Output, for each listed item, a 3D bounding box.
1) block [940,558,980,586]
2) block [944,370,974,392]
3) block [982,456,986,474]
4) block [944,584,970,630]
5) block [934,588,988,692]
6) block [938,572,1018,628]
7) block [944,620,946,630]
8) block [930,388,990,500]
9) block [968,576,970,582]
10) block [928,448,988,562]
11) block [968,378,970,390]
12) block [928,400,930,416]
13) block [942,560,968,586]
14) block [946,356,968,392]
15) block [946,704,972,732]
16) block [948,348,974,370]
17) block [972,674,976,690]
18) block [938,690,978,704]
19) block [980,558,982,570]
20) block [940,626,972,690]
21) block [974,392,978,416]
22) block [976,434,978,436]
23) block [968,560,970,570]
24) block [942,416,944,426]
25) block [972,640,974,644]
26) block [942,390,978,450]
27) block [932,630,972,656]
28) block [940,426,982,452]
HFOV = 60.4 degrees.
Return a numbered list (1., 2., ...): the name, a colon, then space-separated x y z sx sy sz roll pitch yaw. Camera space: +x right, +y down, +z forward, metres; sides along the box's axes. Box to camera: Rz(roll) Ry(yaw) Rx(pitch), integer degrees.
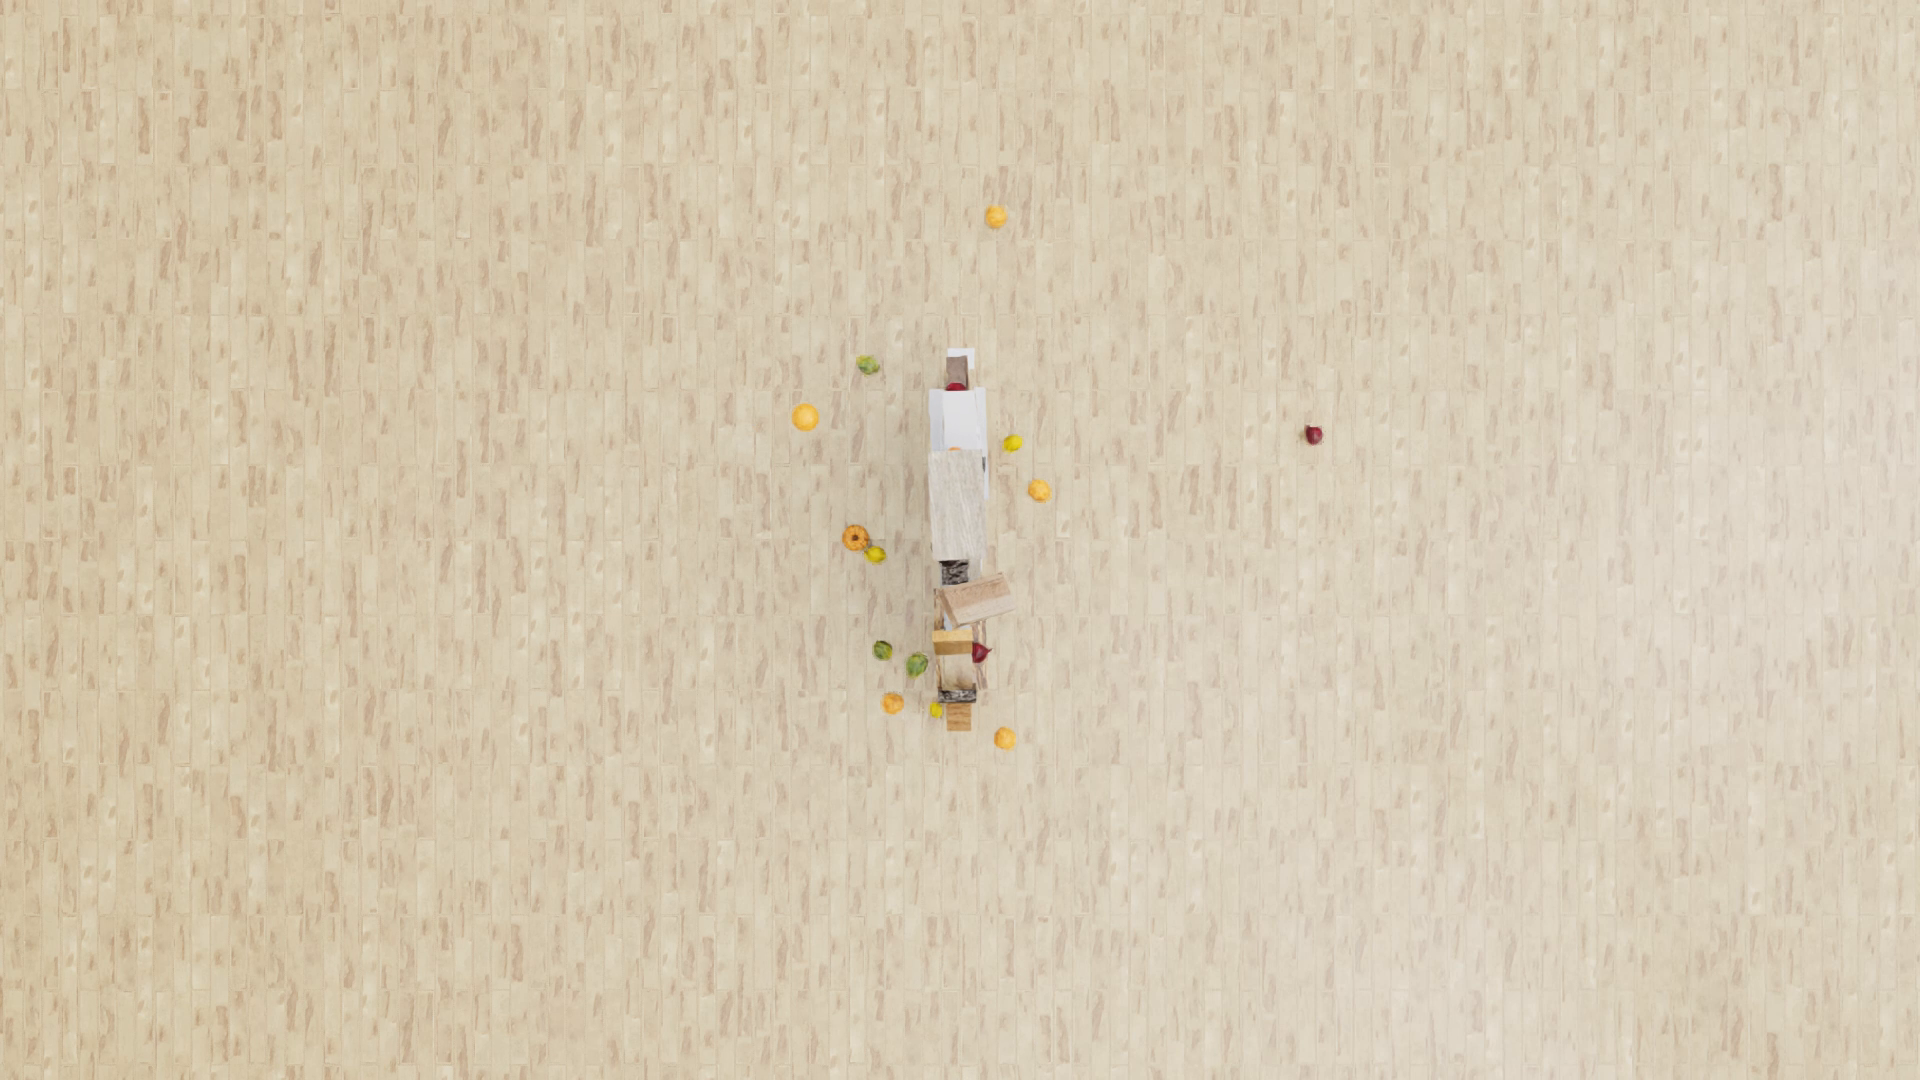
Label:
1. block: 0.001 0.016 4.929 0.124 0.035 0.248 0 90 0
2. block: -0.003 -0.393 4.637 0.085 0.024 0.171 1 90 0
3. block: -0.004 -0.177 4.421 0.141 0.282 0.040 4 106 0
4. block: -0.009 0.193 4.608 0.068 0.019 0.136 -3 85 0
5. block: 0.003 0.298 4.977 0.154 0.044 0.308 -2 90 0
6. block: 0.050 0.167 4.580 0.218 0.031 0.109 -14 75 -39
7. block: -0.013 0.241 4.682 0.068 0.136 0.019 -2 81 0
8. block: -0.003 -0.280 4.844 0.163 0.046 0.327 -2 90 0
9. block: -0.008 0.120 4.697 0.073 0.148 0.021 -1 93 1
10. block: -0.006 -0.090 4.260 0.141 0.040 0.282 -3 89 0
11. block: -0.001 -0.421 4.571 0.057 0.114 0.016 0 116 0
12. block: -0.010 -0.389 5.047 0.163 0.360 0.046 1 90 0
13. block: -0.017 0.051 4.609 0.073 0.021 0.146 -3 91 1
14. block: -0.006 -0.444 4.506 0.057 0.016 0.114 -3 93 0
15. block: -0.004 0.537 5.330 0.079 0.022 0.158 0 90 0
16. block: 0.003 -0.530 5.316 0.086 0.024 0.172 0 90 0
17. block: 0.004 0.422 4.865 0.090 0.179 0.025 -1 76 0
18. block: -0.007 0.470 4.927 0.109 0.786 0.031 -1 84 0
19. block: 0.003 -0.037 5.213 0.134 0.038 0.268 0 90 0
20. block: -0.010 0.342 4.762 0.090 0.025 0.179 -1 90 0
21. block: 0.002 -0.370 4.508 0.085 0.234 0.024 -3 104 0
22. block: 0.004 -0.271 4.476 0.085 0.171 0.024 -1 104 0
23. block: -0.005 0.060 4.848 0.063 0.126 0.018 1 73 1
24. block: -0.006 -0.338 4.735 0.086 0.171 0.024 0 92 0
25. block: -0.010 0.297 4.865 0.090 0.179 0.025 -20 78 0
26. block: 0.001 -0.310 4.379 0.086 0.024 0.171 -3 89 0
27. block: -0.019 0.288 4.640 0.109 0.218 0.031 -3 76 0
28. block: 0.003 -0.201 4.578 0.113 0.032 0.226 -1 90 0
